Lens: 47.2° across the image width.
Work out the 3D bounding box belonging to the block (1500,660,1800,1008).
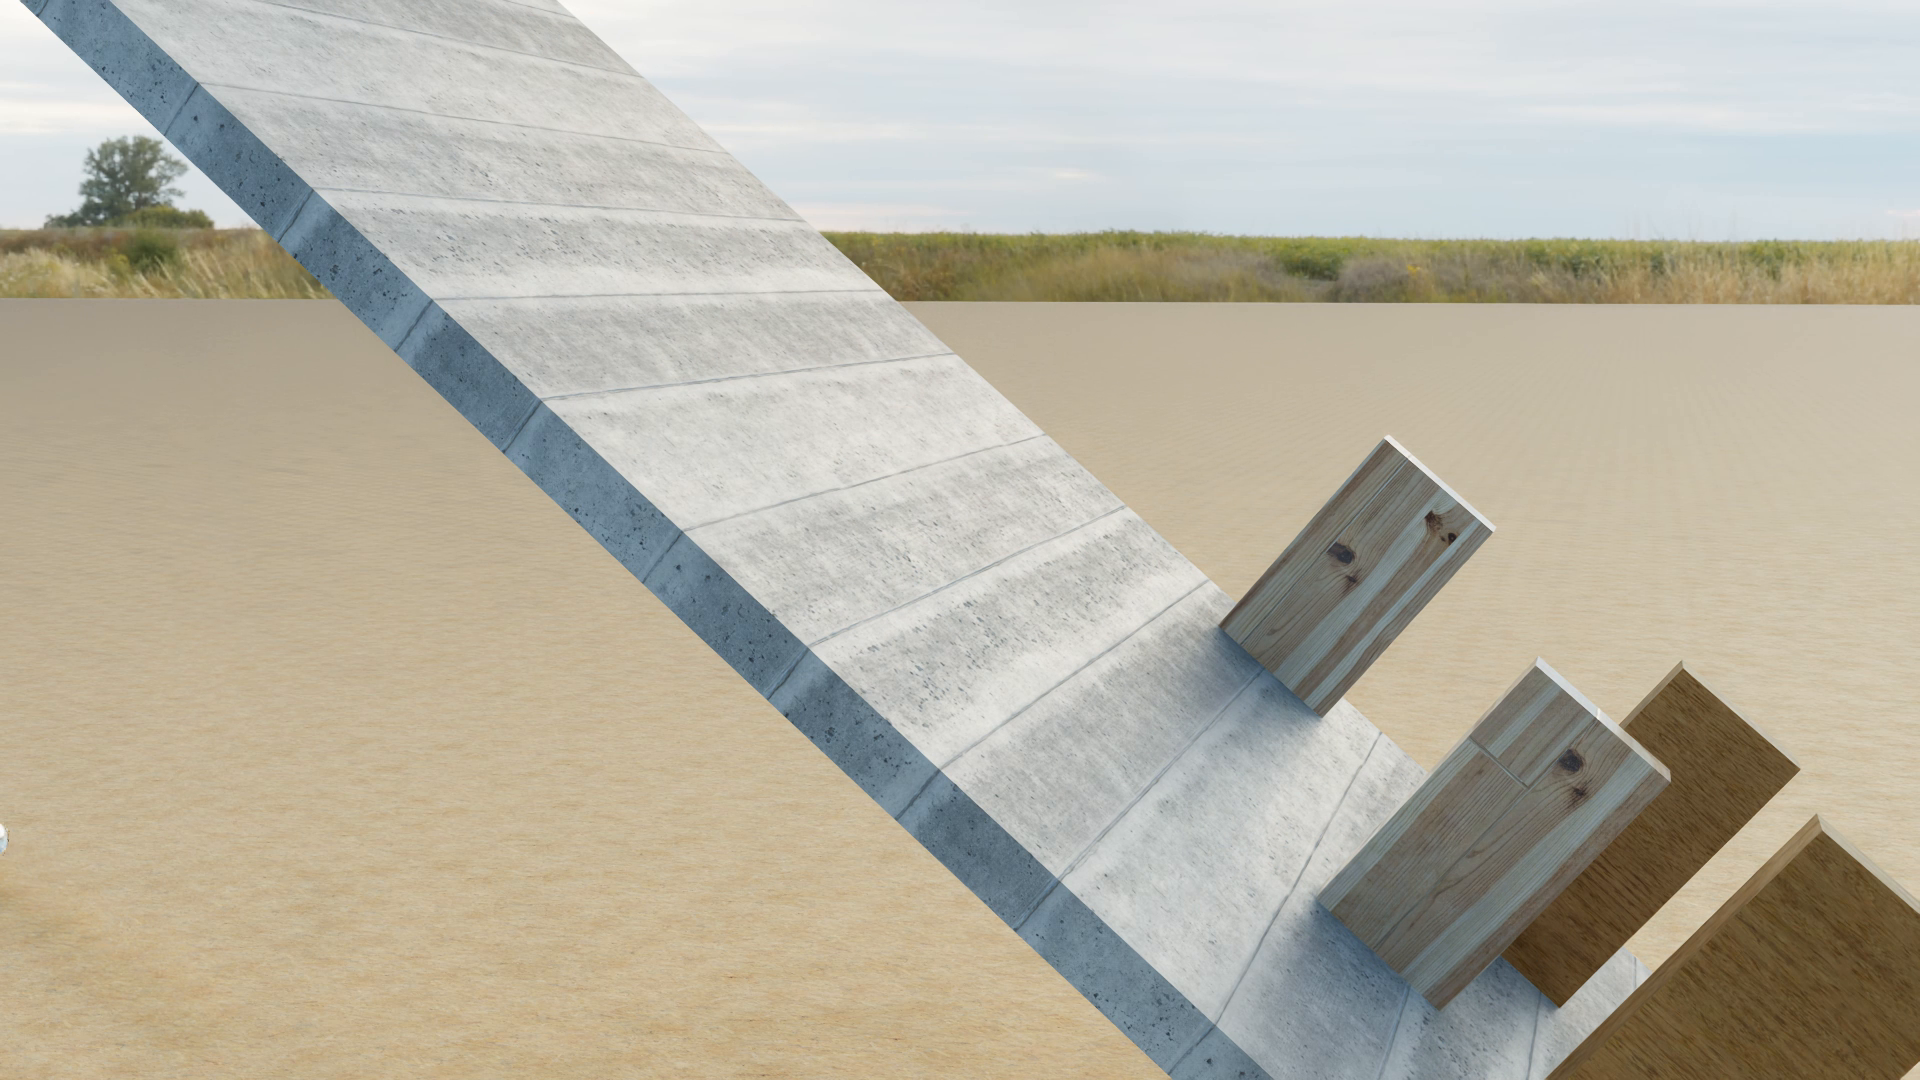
[{"bbox_3d":[1.216,0.542,4.048,0.267,0.621,0.098,42,16,8],"label":"block"}]

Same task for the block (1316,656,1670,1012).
[{"bbox_3d":[0.866,0.482,3.593,0.274,0.534,0.090,42,16,8],"label":"block"}]

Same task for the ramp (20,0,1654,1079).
[{"bbox_3d":[0.010,0.036,4.036,4.000,0.100,2.000,42,16,8],"label":"ramp"}]

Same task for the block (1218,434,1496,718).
[{"bbox_3d":[0.827,0.077,4.597,0.292,0.527,0.093,42,16,8],"label":"block"}]

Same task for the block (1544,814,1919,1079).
[{"bbox_3d":[1.014,0.726,2.957,0.288,0.709,0.098,42,16,8],"label":"block"}]

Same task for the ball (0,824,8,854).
[{"bbox_3d":[-3.084,0.947,6.950,0.137,0.137,0.137,0,7,0],"label":"ball"}]
